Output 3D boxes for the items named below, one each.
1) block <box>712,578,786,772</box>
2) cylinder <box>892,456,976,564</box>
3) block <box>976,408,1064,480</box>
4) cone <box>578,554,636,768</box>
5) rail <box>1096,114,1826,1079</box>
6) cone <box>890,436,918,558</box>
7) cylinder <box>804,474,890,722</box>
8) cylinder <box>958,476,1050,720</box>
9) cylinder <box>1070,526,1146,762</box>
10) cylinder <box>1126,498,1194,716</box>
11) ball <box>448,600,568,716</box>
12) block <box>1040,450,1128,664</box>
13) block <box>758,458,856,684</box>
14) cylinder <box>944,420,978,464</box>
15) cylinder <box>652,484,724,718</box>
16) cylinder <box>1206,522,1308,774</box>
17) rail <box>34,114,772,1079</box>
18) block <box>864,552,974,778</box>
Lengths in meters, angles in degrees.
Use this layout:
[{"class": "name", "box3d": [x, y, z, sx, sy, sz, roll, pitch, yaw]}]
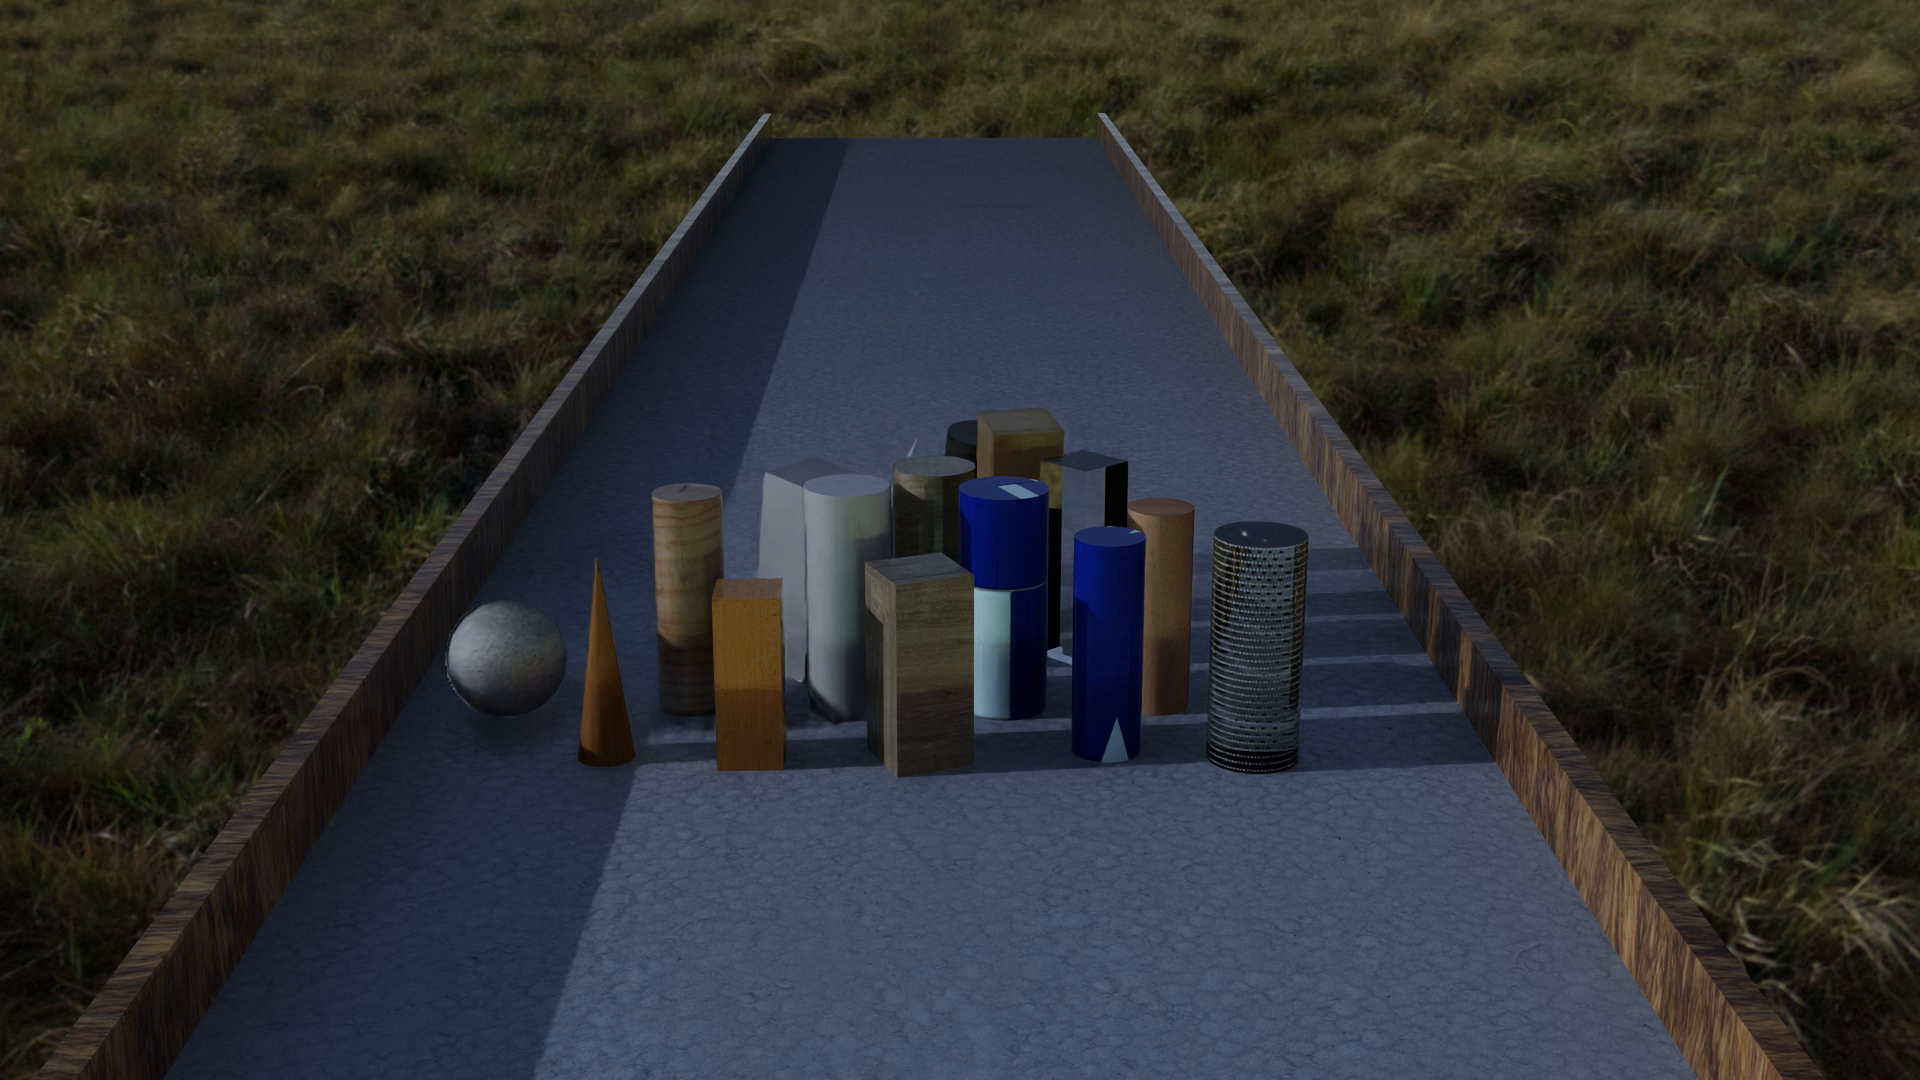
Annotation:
[{"class": "block", "box3d": [-0.370, 0.237, 3.874, 0.116, 0.317, 0.116, 0, 17, -1]}, {"class": "cylinder", "box3d": [-0.050, 0.047, 4.365, 0.162, 0.401, 0.162, 0, 17, 0]}, {"class": "block", "box3d": [0.120, -0.042, 4.576, 0.145, 0.437, 0.145, -4, 23, -12]}, {"class": "cone", "box3d": [-0.631, 0.204, 3.874, 0.101, 0.381, 0.101, 0, 17, 0]}, {"class": "rail", "box3d": [0.932, -0.844, 7.801, 0.050, 0.150, 12.000, 0, 17, -1]}, {"class": "cone", "box3d": [-0.146, -0.024, 4.480, 0.122, 0.460, 0.122, 14, 31, -9]}, {"class": "cylinder", "box3d": [-0.208, 0.107, 4.105, 0.159, 0.434, 0.159, 0, 17, 0]}, {"class": "cylinder", "box3d": [0.081, 0.108, 4.114, 0.168, 0.426, 0.168, 0, 17, 0]}, {"class": "cylinder", "box3d": [0.262, 0.185, 3.903, 0.125, 0.400, 0.125, 0, 17, 0]}, {"class": "cylinder", "box3d": [0.372, 0.125, 4.124, 0.124, 0.389, 0.124, 0, 17, 0]}, {"class": "ball", "box3d": [-0.834, 0.218, 4.056, 0.216, 0.216, 0.216, 0, 17, 0]}, {"class": "block", "box3d": [0.245, 0.037, 4.394, 0.123, 0.404, 0.123, -15, 22, -41]}, {"class": "block", "box3d": [-0.293, 0.059, 4.307, 0.144, 0.397, 0.144, 22, 26, 35]}, {"class": "cylinder", "box3d": [0.037, -0.055, 4.728, 0.167, 0.370, 0.167, 5, 22, -2]}, {"class": "cylinder", "box3d": [-0.504, 0.112, 4.115, 0.129, 0.419, 0.129, 0, 17, 0]}, {"class": "cylinder", "box3d": [0.522, 0.188, 3.868, 0.163, 0.414, 0.163, 0, 17, 0]}, {"class": "rail", "box3d": [-1.118, -0.838, 7.780, 0.050, 0.150, 12.000, 0, 17, -1]}, {"class": "block", "box3d": [-0.071, 0.218, 3.875, 0.146, 0.352, 0.146, -7, 18, -22]}]
